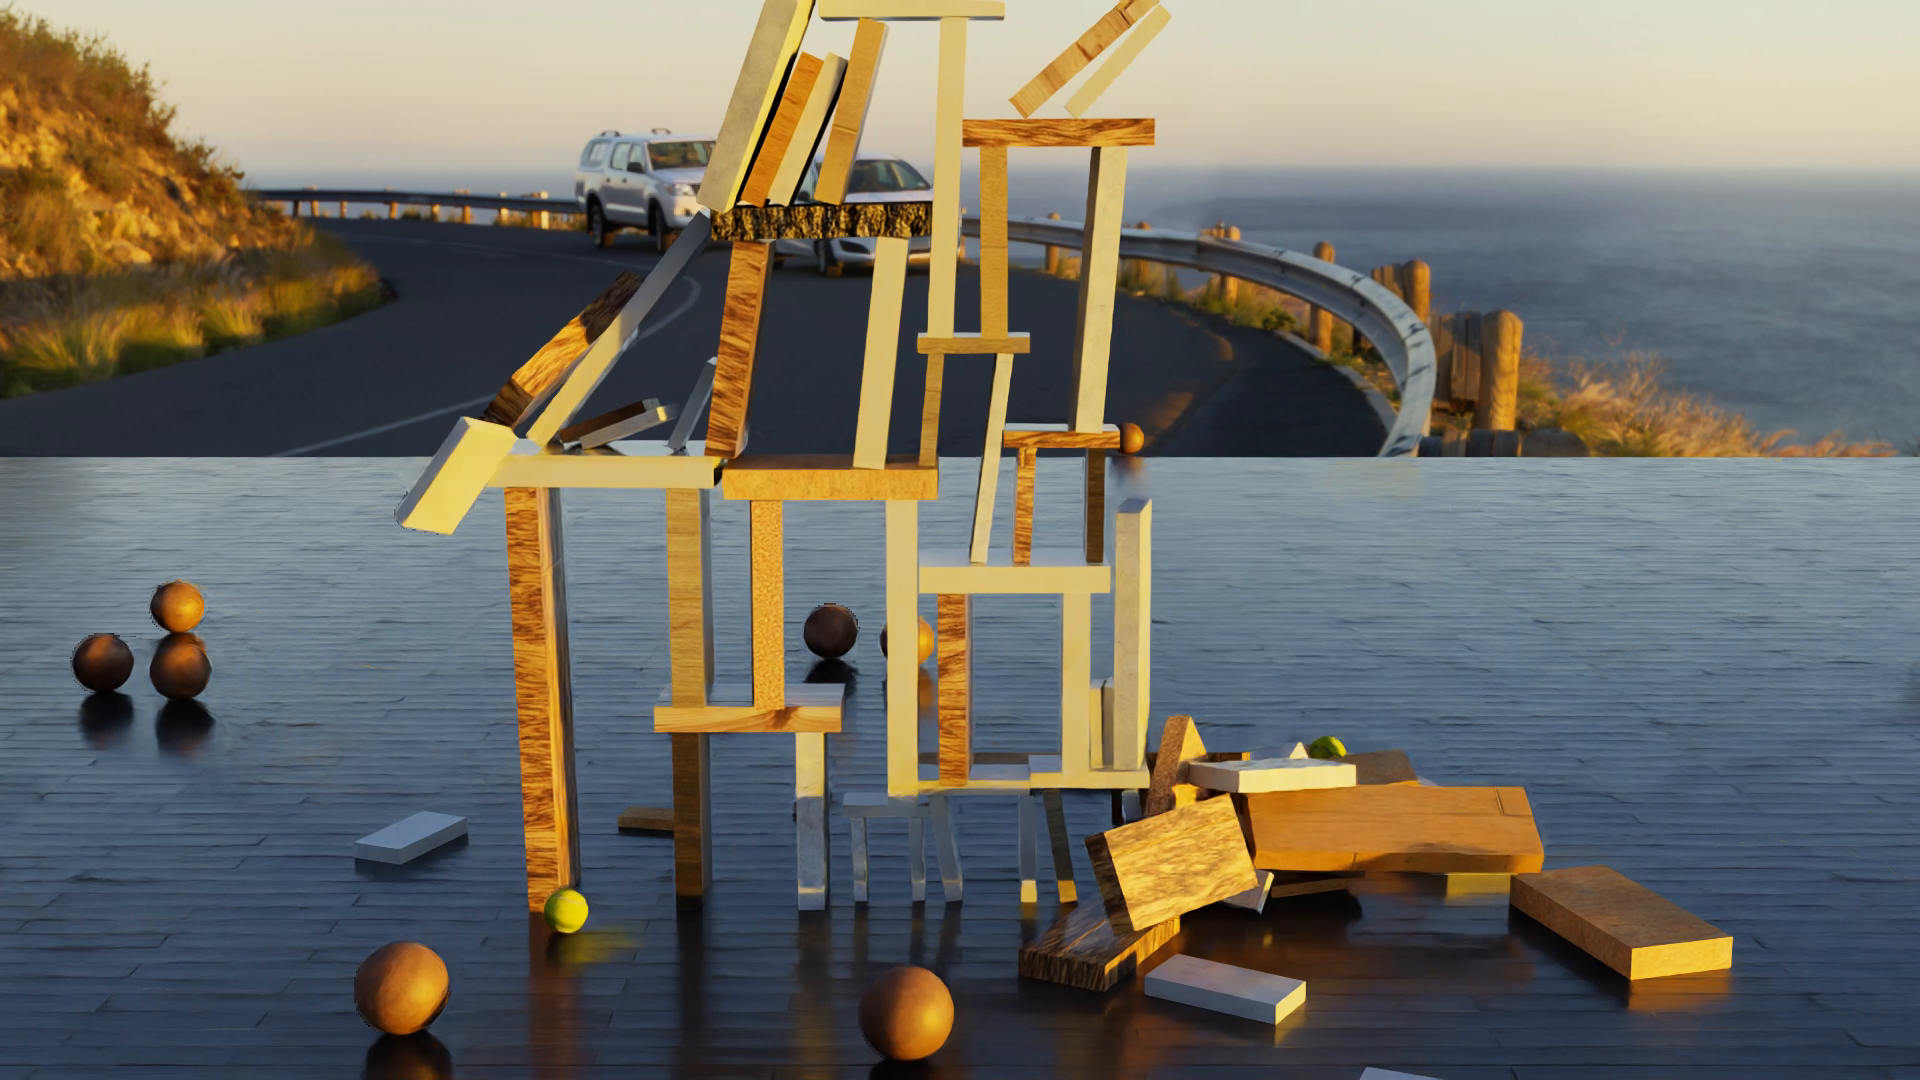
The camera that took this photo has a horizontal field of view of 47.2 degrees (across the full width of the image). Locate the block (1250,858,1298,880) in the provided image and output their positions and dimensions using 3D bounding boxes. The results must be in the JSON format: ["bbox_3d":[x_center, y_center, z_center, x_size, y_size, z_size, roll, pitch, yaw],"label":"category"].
[{"bbox_3d":[0.487,0.553,3.699,0.144,0.020,0.072,-2,11,-8],"label":"block"}]

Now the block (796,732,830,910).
[{"bbox_3d":[-0.243,0.443,3.638,0.042,0.300,0.150,0,11,0],"label":"block"}]

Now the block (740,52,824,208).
[{"bbox_3d":[-0.272,-0.637,3.418,0.034,0.242,0.121,24,10,-4],"label":"block"}]

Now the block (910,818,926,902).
[{"bbox_3d":[-0.070,0.520,3.655,0.020,0.143,0.072,-2,11,1],"label":"block"}]

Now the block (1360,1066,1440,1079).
[{"bbox_3d":[0.547,0.735,2.806,0.105,0.030,0.210,5,11,23],"label":"block"}]

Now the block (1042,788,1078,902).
[{"bbox_3d":[0.164,0.493,3.654,0.028,0.194,0.097,-9,10,2],"label":"block"}]

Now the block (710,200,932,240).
[{"bbox_3d":[-0.213,-0.504,3.466,0.338,0.048,0.169,-1,11,1],"label":"block"}]

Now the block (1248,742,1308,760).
[{"bbox_3d":[0.495,0.435,3.982,0.253,0.036,0.126,-16,21,41],"label":"block"}]

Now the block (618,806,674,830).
[{"bbox_3d":[-0.553,0.512,4.039,0.133,0.019,0.067,3,11,14],"label":"block"}]

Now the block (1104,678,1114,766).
[{"bbox_3d":[0.251,0.301,3.633,0.019,0.134,0.067,2,11,11],"label":"block"}]

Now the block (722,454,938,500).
[{"bbox_3d":[-0.204,-0.102,3.540,0.338,0.048,0.169,0,11,0],"label":"block"}]

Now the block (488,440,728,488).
[{"bbox_3d":[-0.564,-0.124,3.543,0.356,0.050,0.178,0,11,1],"label":"block"}]

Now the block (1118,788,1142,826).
[{"bbox_3d":[0.292,0.493,3.654,0.028,0.194,0.097,-10,11,1],"label":"block"}]

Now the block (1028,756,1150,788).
[{"bbox_3d":[0.211,0.383,3.634,0.194,0.028,0.097,0,11,0],"label":"block"}]

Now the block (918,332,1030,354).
[{"bbox_3d":[0.022,-0.314,3.501,0.177,0.025,0.089,0,11,1],"label":"block"}]

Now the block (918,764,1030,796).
[{"bbox_3d":[0.023,0.396,3.632,0.183,0.026,0.091,0,11,0],"label":"block"}]

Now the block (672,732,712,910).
[{"bbox_3d":[-0.442,0.443,3.637,0.042,0.300,0.150,0,11,0],"label":"block"}]

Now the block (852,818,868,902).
[{"bbox_3d":[-0.166,0.520,3.654,0.020,0.143,0.072,-2,11,0],"label":"block"}]

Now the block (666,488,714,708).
[{"bbox_3d":[-0.437,0.078,3.575,0.050,0.356,0.178,-1,11,-1],"label":"block"}]

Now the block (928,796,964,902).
[{"bbox_3d":[-0.024,0.499,3.656,0.026,0.183,0.091,-9,10,3],"label":"block"}]

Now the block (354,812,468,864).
[{"bbox_3d":[-0.977,0.529,3.919,0.098,0.028,0.196,4,11,23],"label":"block"}]

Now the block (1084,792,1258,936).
[{"bbox_3d":[0.334,0.505,3.444,0.310,0.155,0.044,-9,-12,-45],"label":"block"}]

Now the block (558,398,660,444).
[{"bbox_3d":[-0.565,-0.193,3.551,0.151,0.021,0.076,-19,3,13],"label":"block"}]

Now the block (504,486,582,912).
[{"bbox_3d":[-0.681,0.246,3.606,0.050,0.699,0.178,-1,10,2],"label":"block"}]

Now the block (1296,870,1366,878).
[{"bbox_3d":[0.602,0.539,3.689,0.144,0.020,0.072,7,9,-2],"label":"block"}]

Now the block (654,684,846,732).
[{"bbox_3d":[-0.342,0.275,3.608,0.300,0.042,0.150,0,11,0],"label":"block"}]

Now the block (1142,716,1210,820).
[{"bbox_3d":[0.357,0.447,3.653,0.040,0.142,0.284,-4,45,25],"label":"block"}]

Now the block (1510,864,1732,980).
[{"bbox_3d":[1.039,0.600,3.480,0.175,0.049,0.349,-3,11,-16],"label":"block"}]

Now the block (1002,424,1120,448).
[{"bbox_3d":[0.160,-0.168,3.530,0.185,0.026,0.093,0,10,-1],"label":"block"}]

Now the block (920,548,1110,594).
[{"bbox_3d":[0.086,0.050,3.569,0.304,0.043,0.152,0,11,-1],"label":"block"}]

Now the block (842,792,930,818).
[{"bbox_3d":[-0.121,0.439,3.641,0.143,0.020,0.072,0,11,0],"label":"block"}]

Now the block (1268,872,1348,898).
[{"bbox_3d":[0.572,0.574,3.701,0.144,0.020,0.072,-4,11,-19],"label":"block"}]

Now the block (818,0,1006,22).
[{"bbox_3d":[-0.074,-0.829,3.410,0.284,0.040,0.142,0,11,0],"label":"block"}]

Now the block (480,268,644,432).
[{"bbox_3d":[-0.644,-0.297,3.566,0.168,0.048,0.336,-40,9,47],"label":"block"}]

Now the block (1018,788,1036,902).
[{"bbox_3d":[0.112,0.499,3.656,0.026,0.183,0.091,-1,11,0],"label":"block"}]

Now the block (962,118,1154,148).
[{"bbox_3d":[0.154,-0.638,3.442,0.294,0.042,0.147,0,10,2],"label":"block"}]
